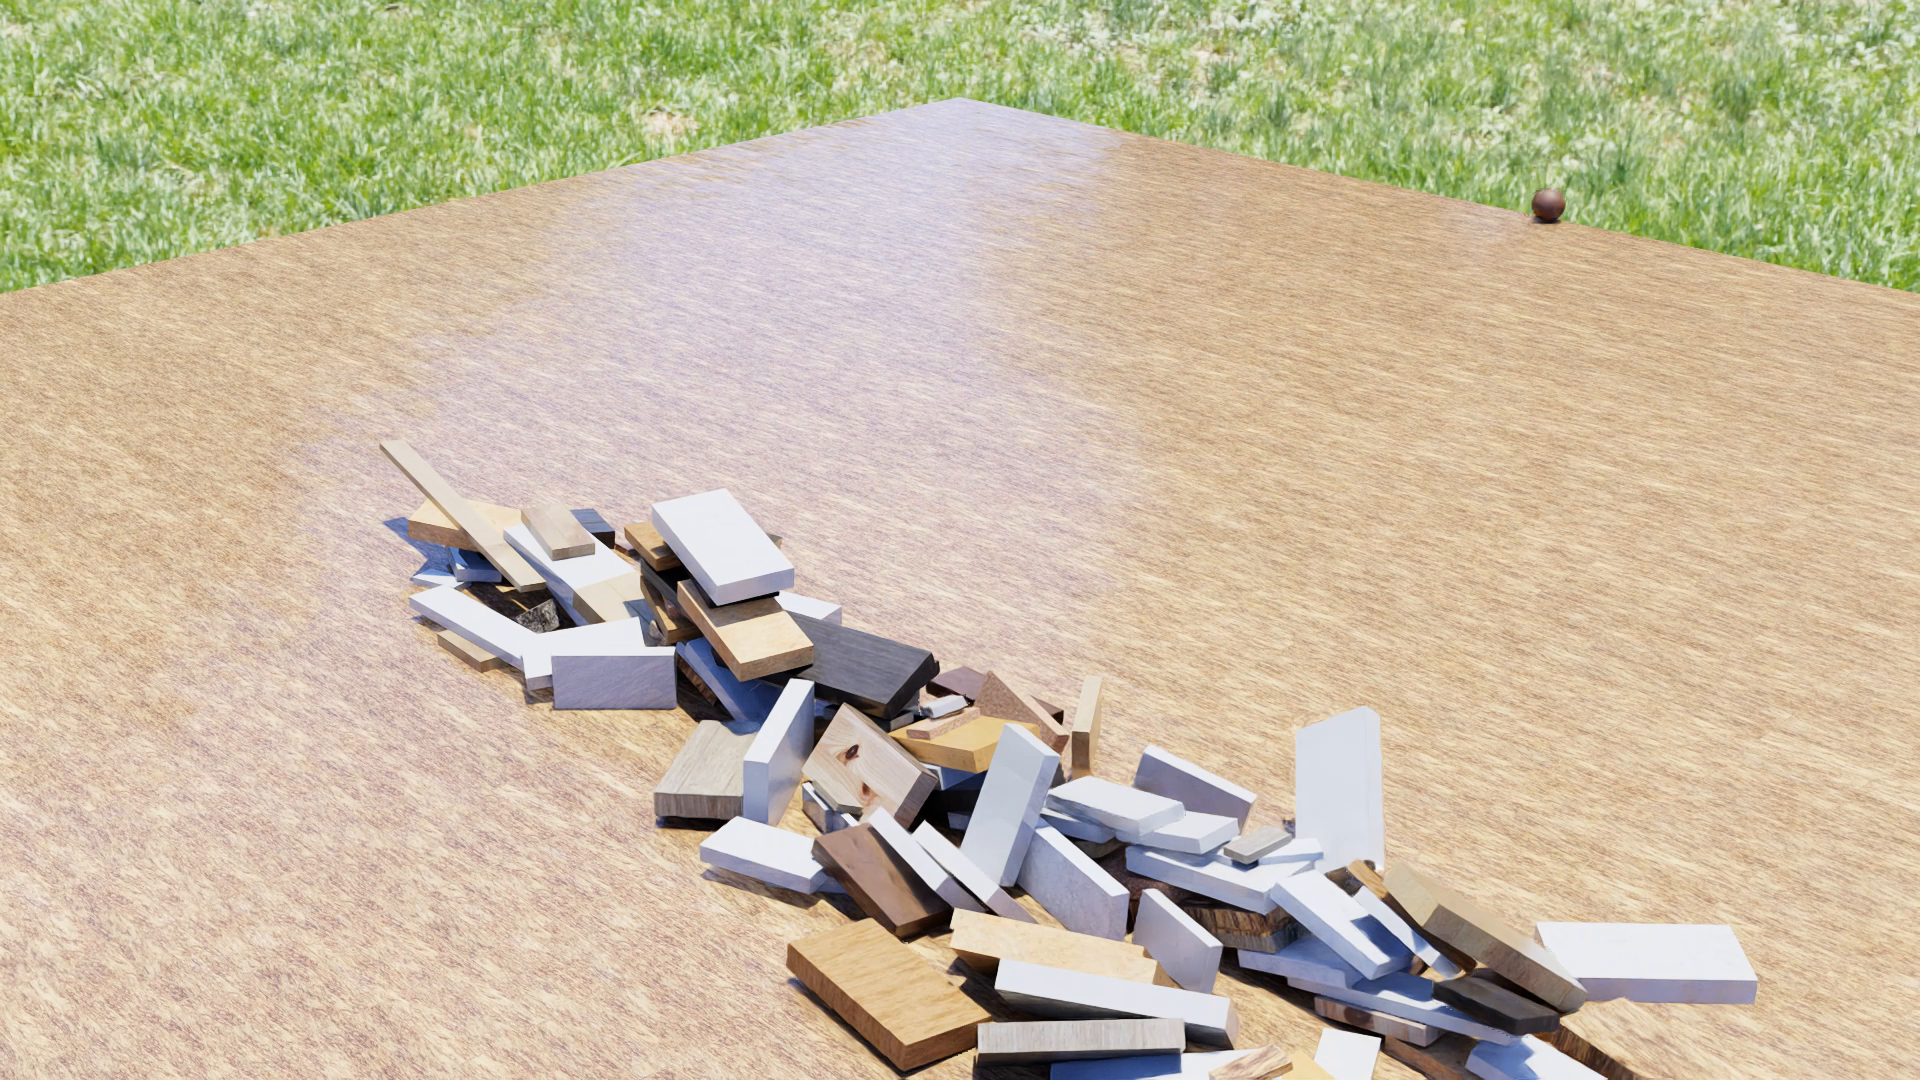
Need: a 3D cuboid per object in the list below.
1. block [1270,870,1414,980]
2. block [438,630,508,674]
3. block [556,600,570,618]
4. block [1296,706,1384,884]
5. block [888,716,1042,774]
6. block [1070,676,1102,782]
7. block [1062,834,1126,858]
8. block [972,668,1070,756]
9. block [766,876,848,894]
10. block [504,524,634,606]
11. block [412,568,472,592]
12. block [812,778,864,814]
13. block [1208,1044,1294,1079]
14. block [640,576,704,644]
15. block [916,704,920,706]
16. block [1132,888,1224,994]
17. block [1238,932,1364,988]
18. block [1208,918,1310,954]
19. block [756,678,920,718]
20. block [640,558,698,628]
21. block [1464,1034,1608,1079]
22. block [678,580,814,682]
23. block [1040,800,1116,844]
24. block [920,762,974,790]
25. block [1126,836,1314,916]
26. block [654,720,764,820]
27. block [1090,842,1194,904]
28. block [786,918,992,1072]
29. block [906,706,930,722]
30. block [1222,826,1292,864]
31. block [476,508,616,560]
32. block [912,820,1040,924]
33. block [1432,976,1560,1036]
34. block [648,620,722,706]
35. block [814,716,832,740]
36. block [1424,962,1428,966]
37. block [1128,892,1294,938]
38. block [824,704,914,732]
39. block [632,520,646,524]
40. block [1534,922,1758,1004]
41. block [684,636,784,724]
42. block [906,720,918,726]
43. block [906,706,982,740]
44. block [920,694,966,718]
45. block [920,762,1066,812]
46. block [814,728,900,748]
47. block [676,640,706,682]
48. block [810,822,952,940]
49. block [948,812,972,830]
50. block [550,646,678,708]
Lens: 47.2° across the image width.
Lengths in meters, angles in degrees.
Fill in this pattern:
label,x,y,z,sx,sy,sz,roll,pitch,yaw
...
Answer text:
label,x,y,z,sx,sy,sz,roll,pitch,yaw
block,0.661,0.662,3.802,0.118,0.034,0.237,-6,35,-45
block,-1.125,0.249,5.136,0.102,0.029,0.203,-19,29,-37
block,-0.920,0.132,5.410,0.109,0.031,0.219,2,23,5
block,0.726,0.494,4.219,0.166,0.047,0.333,-26,44,36
block,0.004,0.403,4.415,0.161,0.046,0.321,-19,12,-32
block,0.268,0.402,4.648,0.037,0.129,0.258,4,23,8
block,0.221,0.577,4.237,0.118,0.034,0.237,-21,7,-41
block,0.122,0.390,4.612,0.035,0.125,0.250,3,28,-41
block,-0.245,0.632,4.230,0.236,0.033,0.118,4,23,9
block,-0.945,0.049,5.337,0.174,0.049,0.348,-16,36,-37
block,-1.293,0.103,5.491,0.131,0.019,0.066,12,24,26
block,-0.245,0.512,4.385,0.058,0.017,0.117,13,13,-33
block,0.465,0.849,3.516,0.121,0.017,0.060,-18,23,-21
block,-0.632,0.147,4.973,0.124,0.035,0.248,-8,31,-20
block,-0.133,0.345,4.924,0.066,0.019,0.132,-4,23,-9
block,0.386,0.720,3.925,0.030,0.105,0.211,0,20,-31
block,0.618,0.732,3.871,0.118,0.034,0.237,-20,14,-40
block,0.513,0.697,3.979,0.118,0.034,0.237,-21,12,-41
block,-0.265,0.311,4.742,0.347,0.037,0.131,13,18,33
block,-0.594,0.101,4.922,0.131,0.037,0.261,-18,38,-31
block,0.954,0.878,3.580,0.232,0.033,0.116,28,36,26
block,-0.465,0.177,4.736,0.168,0.048,0.337,-13,36,-26
block,0.225,0.524,4.210,0.118,0.034,0.237,-21,18,-39
block,-0.090,0.454,4.511,0.161,0.046,0.321,-21,13,-40
block,0.470,0.588,3.984,0.309,0.044,0.154,12,25,42
block,-0.493,0.471,4.540,0.180,0.051,0.360,2,19,9
block,0.328,0.618,4.144,0.154,0.044,0.309,-22,16,-41
block,-0.128,0.782,3.817,0.180,0.051,0.359,-10,26,-36
block,-0.118,0.375,4.796,0.268,0.014,0.049,3,19,35
block,0.534,0.546,3.945,0.116,0.016,0.058,-18,23,-35
block,-1.090,-0.018,5.686,0.353,0.050,0.176,-5,22,-28
block,0.027,0.632,4.105,0.039,0.136,0.273,-48,37,-6
block,0.866,0.753,3.555,0.095,0.027,0.191,1,7,-30
block,-0.577,0.257,4.943,0.124,0.035,0.247,-24,59,-40
block,-0.317,0.403,4.716,0.172,0.024,0.086,-2,14,39
block,0.819,0.722,4.024,0.184,0.026,0.092,19,29,37
block,0.476,0.661,4.008,0.309,0.044,0.154,-4,13,46
block,-0.195,0.371,4.666,0.172,0.024,0.086,8,15,31
block,-0.687,0.019,5.574,0.160,0.045,0.320,7,11,-42
block,1.218,0.753,3.922,0.349,0.049,0.175,1,23,2
block,-0.478,0.308,4.825,0.130,0.037,0.261,-19,56,-38
block,-0.005,0.391,4.800,0.108,0.031,0.216,19,30,38
block,-0.034,0.370,4.451,0.142,0.020,0.071,-21,13,-41
block,-0.035,0.341,4.510,0.071,0.020,0.142,-20,1,-11
block,0.041,0.493,4.388,0.161,0.046,0.321,-21,8,-40
block,-0.217,0.419,4.658,0.172,0.024,0.086,-7,12,31
block,-0.506,0.292,4.884,0.124,0.035,0.247,-25,60,-40
block,-0.148,0.636,4.113,0.132,0.037,0.265,-11,39,-39
block,0.101,0.547,4.352,0.118,0.034,0.237,-22,16,-41
block,-0.763,0.305,4.867,0.269,0.135,0.038,0,26,0
